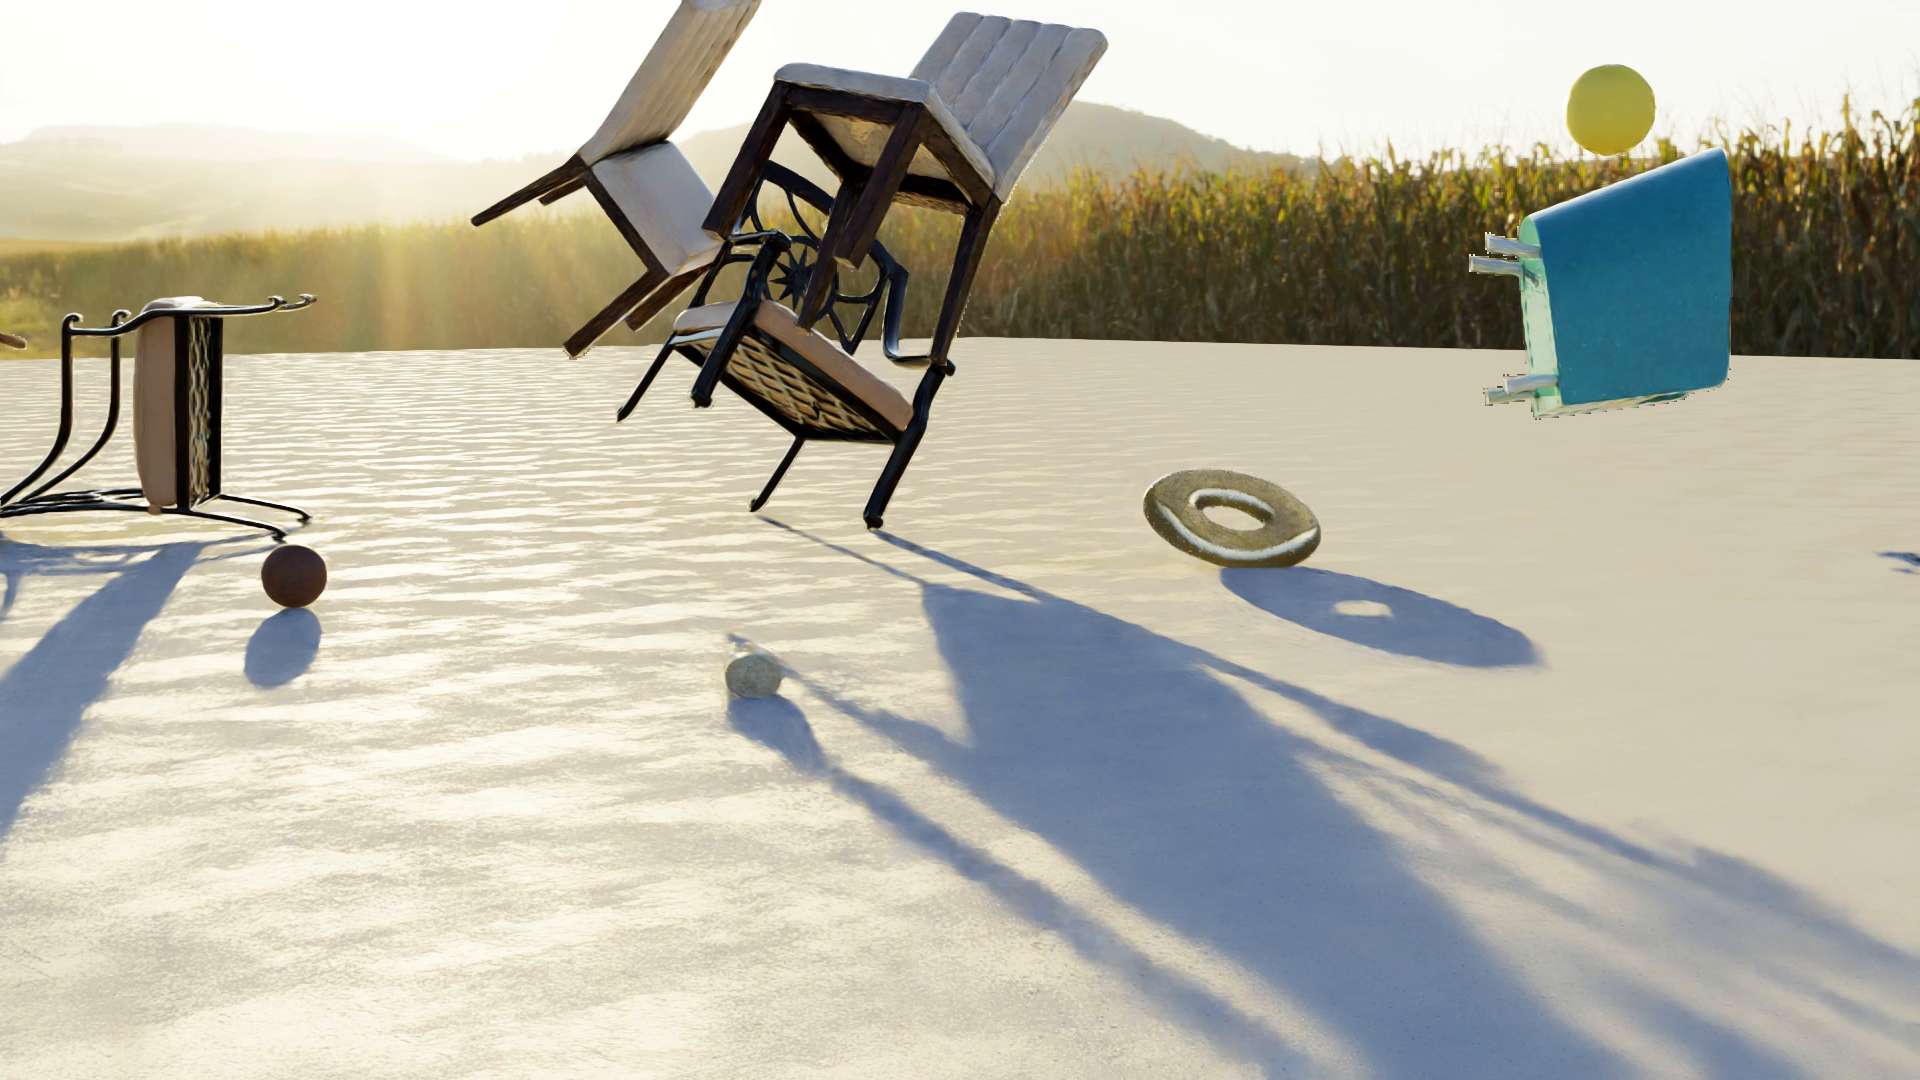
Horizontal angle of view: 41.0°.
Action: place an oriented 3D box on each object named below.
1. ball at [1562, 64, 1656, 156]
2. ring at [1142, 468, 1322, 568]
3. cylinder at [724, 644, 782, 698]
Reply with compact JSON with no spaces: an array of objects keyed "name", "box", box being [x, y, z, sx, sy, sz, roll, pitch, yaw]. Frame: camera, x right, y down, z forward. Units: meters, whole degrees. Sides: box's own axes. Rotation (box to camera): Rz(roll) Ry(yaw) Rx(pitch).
[{"name":"ball","box":[1.223,-0.810,4.833,0.171,0.171,0.171,0,6,0]},{"name":"ring","box":[0.625,-0.049,5.889,0.423,0.075,0.309,10,42,-5]},{"name":"cylinder","box":[-0.329,0.208,4.061,0.091,0.068,0.125,5,5,-7]}]
